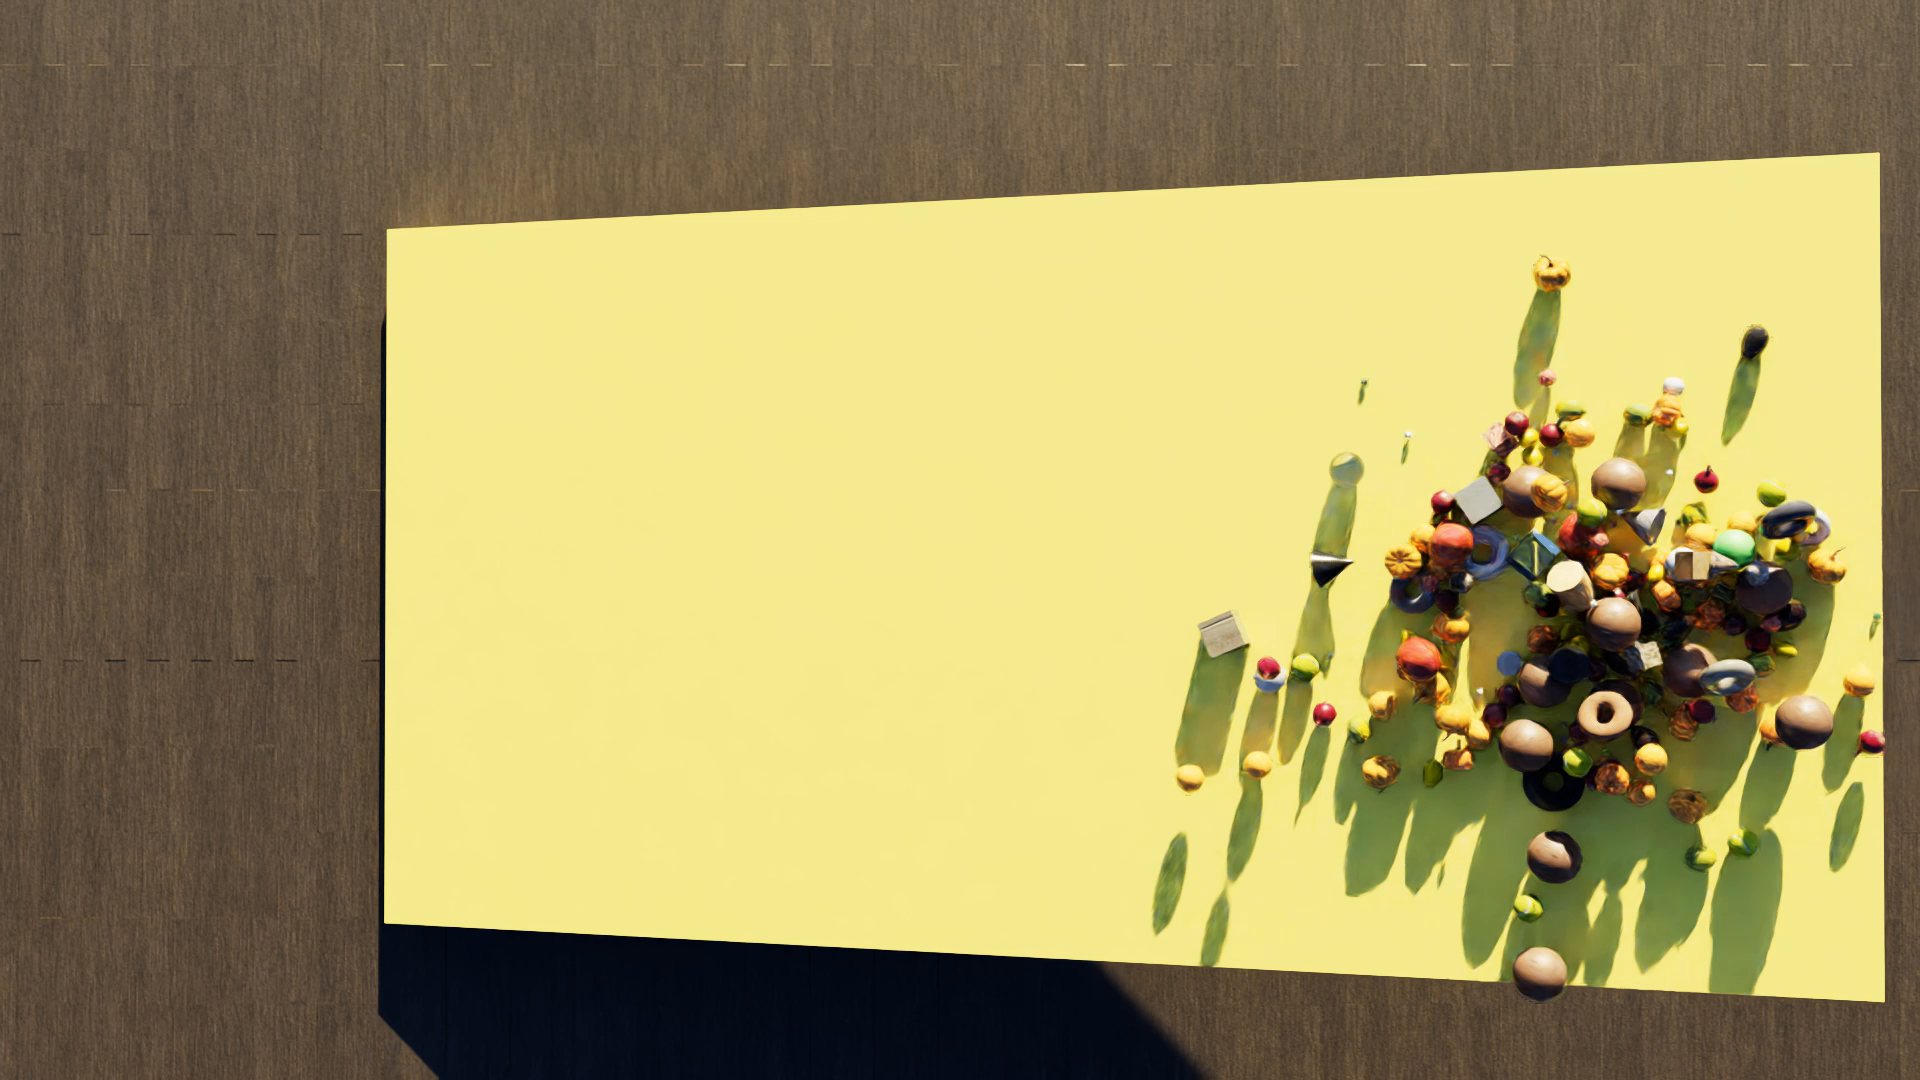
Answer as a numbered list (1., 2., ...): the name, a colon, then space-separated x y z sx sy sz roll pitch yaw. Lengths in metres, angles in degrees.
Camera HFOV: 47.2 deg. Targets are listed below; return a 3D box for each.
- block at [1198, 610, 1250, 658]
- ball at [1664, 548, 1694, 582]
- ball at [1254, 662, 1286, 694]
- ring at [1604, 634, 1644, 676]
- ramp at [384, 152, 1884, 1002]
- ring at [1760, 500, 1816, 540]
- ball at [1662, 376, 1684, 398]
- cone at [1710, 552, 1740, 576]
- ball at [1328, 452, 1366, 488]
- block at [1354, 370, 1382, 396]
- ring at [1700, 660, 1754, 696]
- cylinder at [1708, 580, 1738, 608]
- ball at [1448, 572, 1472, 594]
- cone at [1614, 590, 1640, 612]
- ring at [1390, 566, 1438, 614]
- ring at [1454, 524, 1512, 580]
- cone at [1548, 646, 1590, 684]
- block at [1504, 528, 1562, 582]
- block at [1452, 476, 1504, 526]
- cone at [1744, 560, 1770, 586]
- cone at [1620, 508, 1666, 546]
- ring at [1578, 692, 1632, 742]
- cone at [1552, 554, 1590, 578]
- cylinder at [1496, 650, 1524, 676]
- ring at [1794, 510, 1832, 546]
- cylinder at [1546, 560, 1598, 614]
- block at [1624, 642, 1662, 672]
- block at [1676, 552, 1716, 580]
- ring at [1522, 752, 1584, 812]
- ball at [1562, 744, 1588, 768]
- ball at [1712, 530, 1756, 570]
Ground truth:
1. block: 0.671 0.238 5.585 0.093 0.093 0.093 -25 82 15
2. ball: 1.715 0.059 5.216 0.083 0.083 0.083 0 89 0
3. ball: 0.783 0.347 5.556 0.081 0.081 0.081 0 89 0
4. ring: 1.608 0.277 5.307 0.110 0.037 0.110 19 128 27
5. ramp: 0.273 0.094 5.809 4.000 0.100 2.000 0 89 17
6. ring: 1.925 -0.046 5.115 0.136 0.136 0.045 -15 61 0
7. ball: 1.718 -0.368 5.297 0.052 0.052 0.052 0 89 0
8. cone: 1.784 0.058 5.109 0.060 0.060 0.060 1 89 36
9. ball: 0.968 -0.176 5.502 0.090 0.090 0.090 0 89 0
10. block: 1.025 -0.394 5.527 0.057 0.057 0.057 -1 91 -1
11. ring: 1.791 0.322 5.135 0.126 0.126 0.042 -2 55 0
12. cylinder: 1.825 0.129 5.258 0.051 0.051 0.051 39 89 14
13. ball: 1.228 0.105 5.396 0.057 0.057 0.057 0 89 0
14. cone: 1.601 0.151 5.285 0.057 0.057 0.057 -10 89 25
15. ring: 1.130 0.125 5.475 0.120 0.040 0.120 0 90 15
16. ring: 1.289 0.031 5.425 0.140 0.047 0.140 0 89 18
17. cone: 1.463 0.282 5.288 0.097 0.097 0.097 4 110 11
18. block: 1.398 0.037 5.361 0.085 0.085 0.085 40 116 14
19. block: 1.277 -0.096 5.409 0.088 0.088 0.088 -34 80 14
20. cone: 1.847 0.075 5.121 0.058 0.058 0.058 -6 81 38
21. cone: 1.631 -0.047 5.296 0.099 0.099 0.099 24 89 32
22. ring: 1.526 0.417 5.203 0.128 0.043 0.128 -16 54 24
23. cone: 1.461 0.074 5.327 0.094 0.094 0.094 13 89 -41
24. cylinder: 1.349 0.302 5.395 0.060 0.060 0.060 0 89 18
25. ring: 2.013 -0.031 5.202 0.093 0.031 0.093 11 117 22
26. cylinder: 1.468 0.112 5.270 0.091 0.091 0.091 -44 126 -1
27. block: 1.616 0.276 5.205 0.055 0.055 0.055 -14 87 -24
28. block: 1.718 0.060 5.139 0.062 0.062 0.062 0 90 -22
29. ring: 1.449 0.590 5.367 0.148 0.049 0.148 0 90 16
30. ball: 1.487 0.523 5.319 0.058 0.058 0.058 0 89 0
31. ball: 1.826 0.023 5.187 0.096 0.096 0.096 0 89 0
